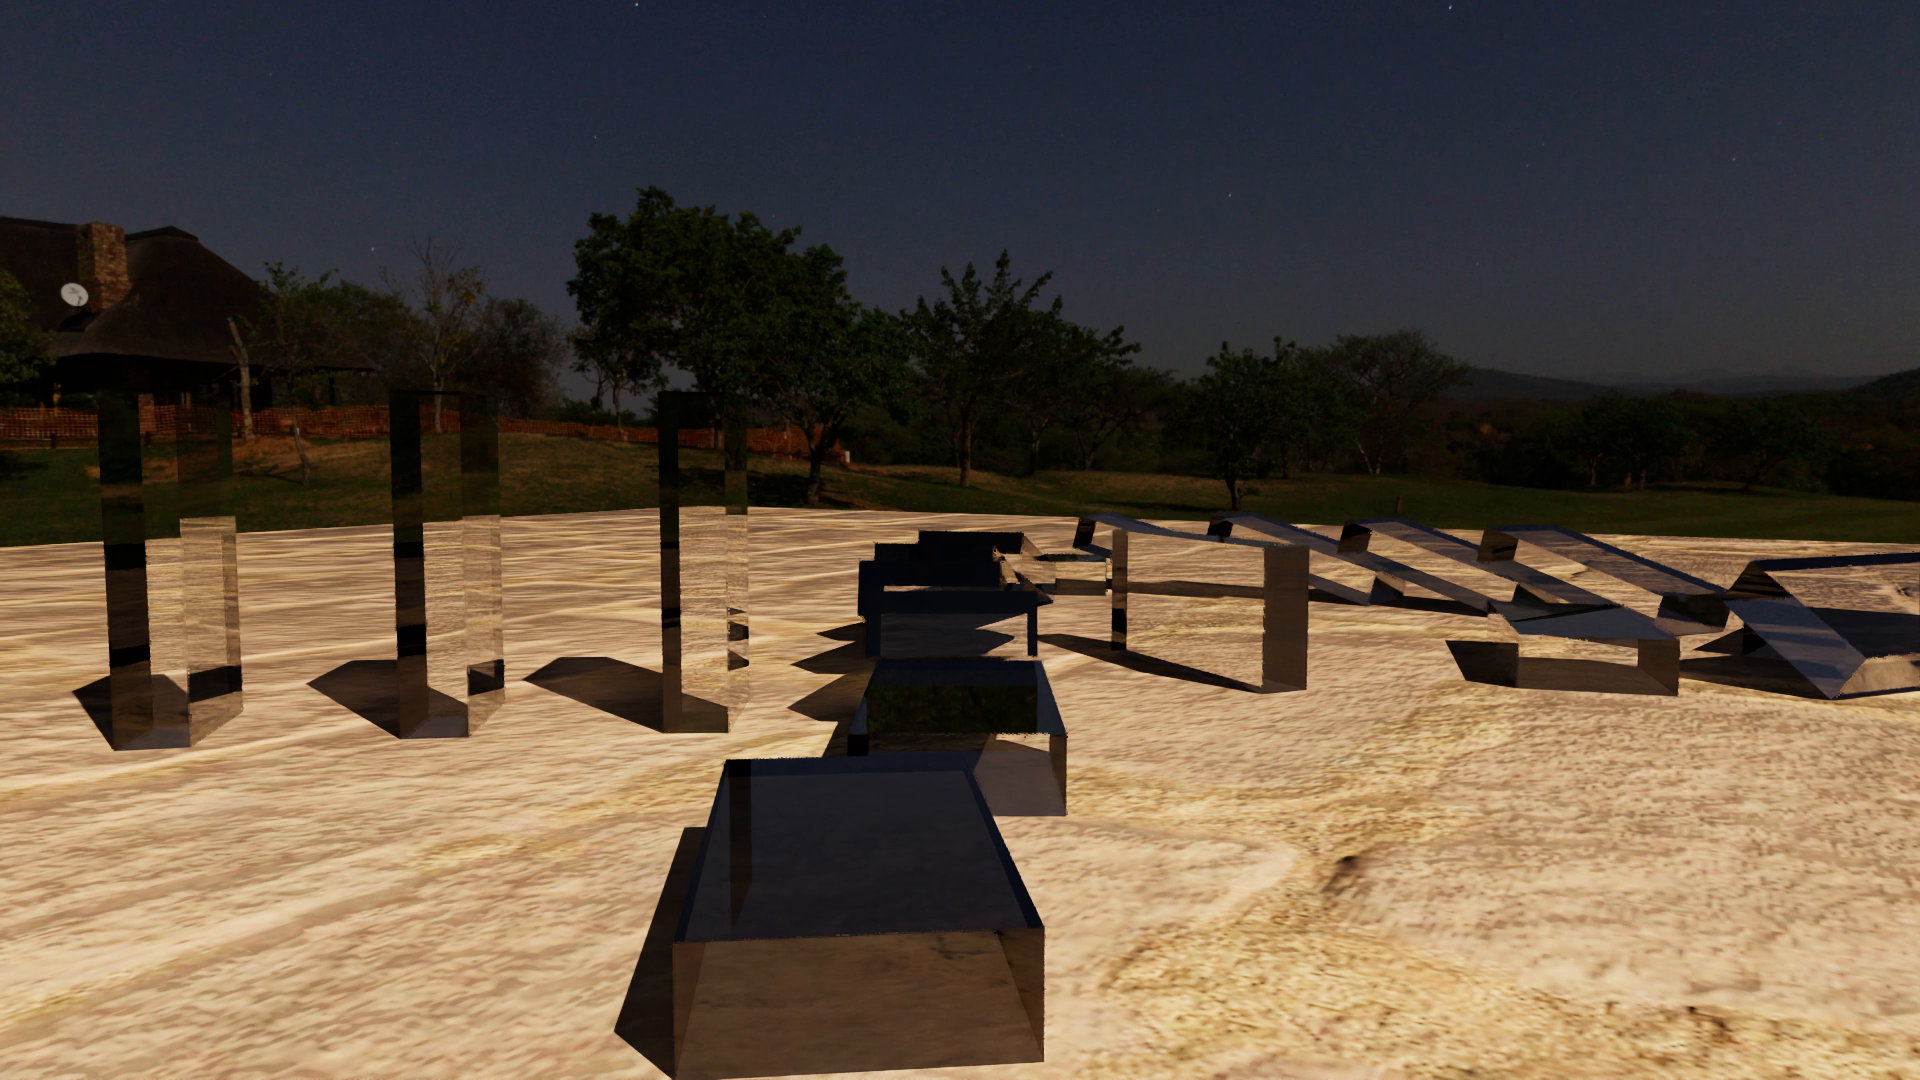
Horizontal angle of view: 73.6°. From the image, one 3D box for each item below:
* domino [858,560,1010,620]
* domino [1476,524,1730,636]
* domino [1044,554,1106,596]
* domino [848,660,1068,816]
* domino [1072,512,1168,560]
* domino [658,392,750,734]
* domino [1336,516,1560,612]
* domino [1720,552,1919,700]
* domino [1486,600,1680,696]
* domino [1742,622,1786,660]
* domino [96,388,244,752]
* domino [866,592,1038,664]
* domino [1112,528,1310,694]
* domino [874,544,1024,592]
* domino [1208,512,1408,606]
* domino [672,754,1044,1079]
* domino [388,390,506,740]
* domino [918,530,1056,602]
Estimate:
[{"bbox_3d":[-0.003,0.013,0.251,0.025,0.009,0.050,0,-10,5],"label":"domino"},{"bbox_3d":[0.152,0.009,0.306,0.025,0.010,0.050,-1,19,-26],"label":"domino"},{"bbox_3d":[0.017,0.010,0.374,0.050,0.010,0.025,0,4,6],"label":"domino"},{"bbox_3d":[0.000,0.025,0.171,0.025,0.010,0.050,0,4,0],"label":"domino"},{"bbox_3d":[0.061,0.004,0.376,0.050,0.010,0.025,18,12,25],"label":"domino"},{"bbox_3d":[-0.039,0.003,0.199,0.010,0.050,0.025,0,4,-2],"label":"domino"},{"bbox_3d":[0.128,0.006,0.336,0.025,0.010,0.050,-3,20,-39],"label":"domino"},{"bbox_3d":[0.165,0.014,0.229,0.050,0.009,0.025,-2,39,-22],"label":"domino"},{"bbox_3d":[0.116,0.020,0.243,0.025,0.010,0.050,1,4,17],"label":"domino"},{"bbox_3d":[0.183,0.018,0.267,0.025,0.009,0.050,4,6,43],"label":"domino"},{"bbox_3d":[-0.116,0.003,0.189,0.009,0.050,0.025,-1,4,-14],"label":"domino"},{"bbox_3d":[-0.001,0.016,0.212,0.025,0.010,0.050,0,-9,0],"label":"domino"},{"bbox_3d":[0.046,0.012,0.242,0.010,0.025,0.050,-2,5,-24],"label":"domino"},{"bbox_3d":[-0.001,0.010,0.289,0.025,0.010,0.050,1,-10,10],"label":"domino"},{"bbox_3d":[0.097,0.005,0.360,0.050,0.010,0.025,22,17,36],"label":"domino"},{"bbox_3d":[-0.009,0.029,0.111,0.025,0.010,0.050,0,4,-6],"label":"domino"},{"bbox_3d":[-0.078,0.003,0.196,0.009,0.050,0.025,-1,4,-8],"label":"domino"},{"bbox_3d":[0.008,0.007,0.326,0.025,0.010,0.050,1,-10,14],"label":"domino"}]
